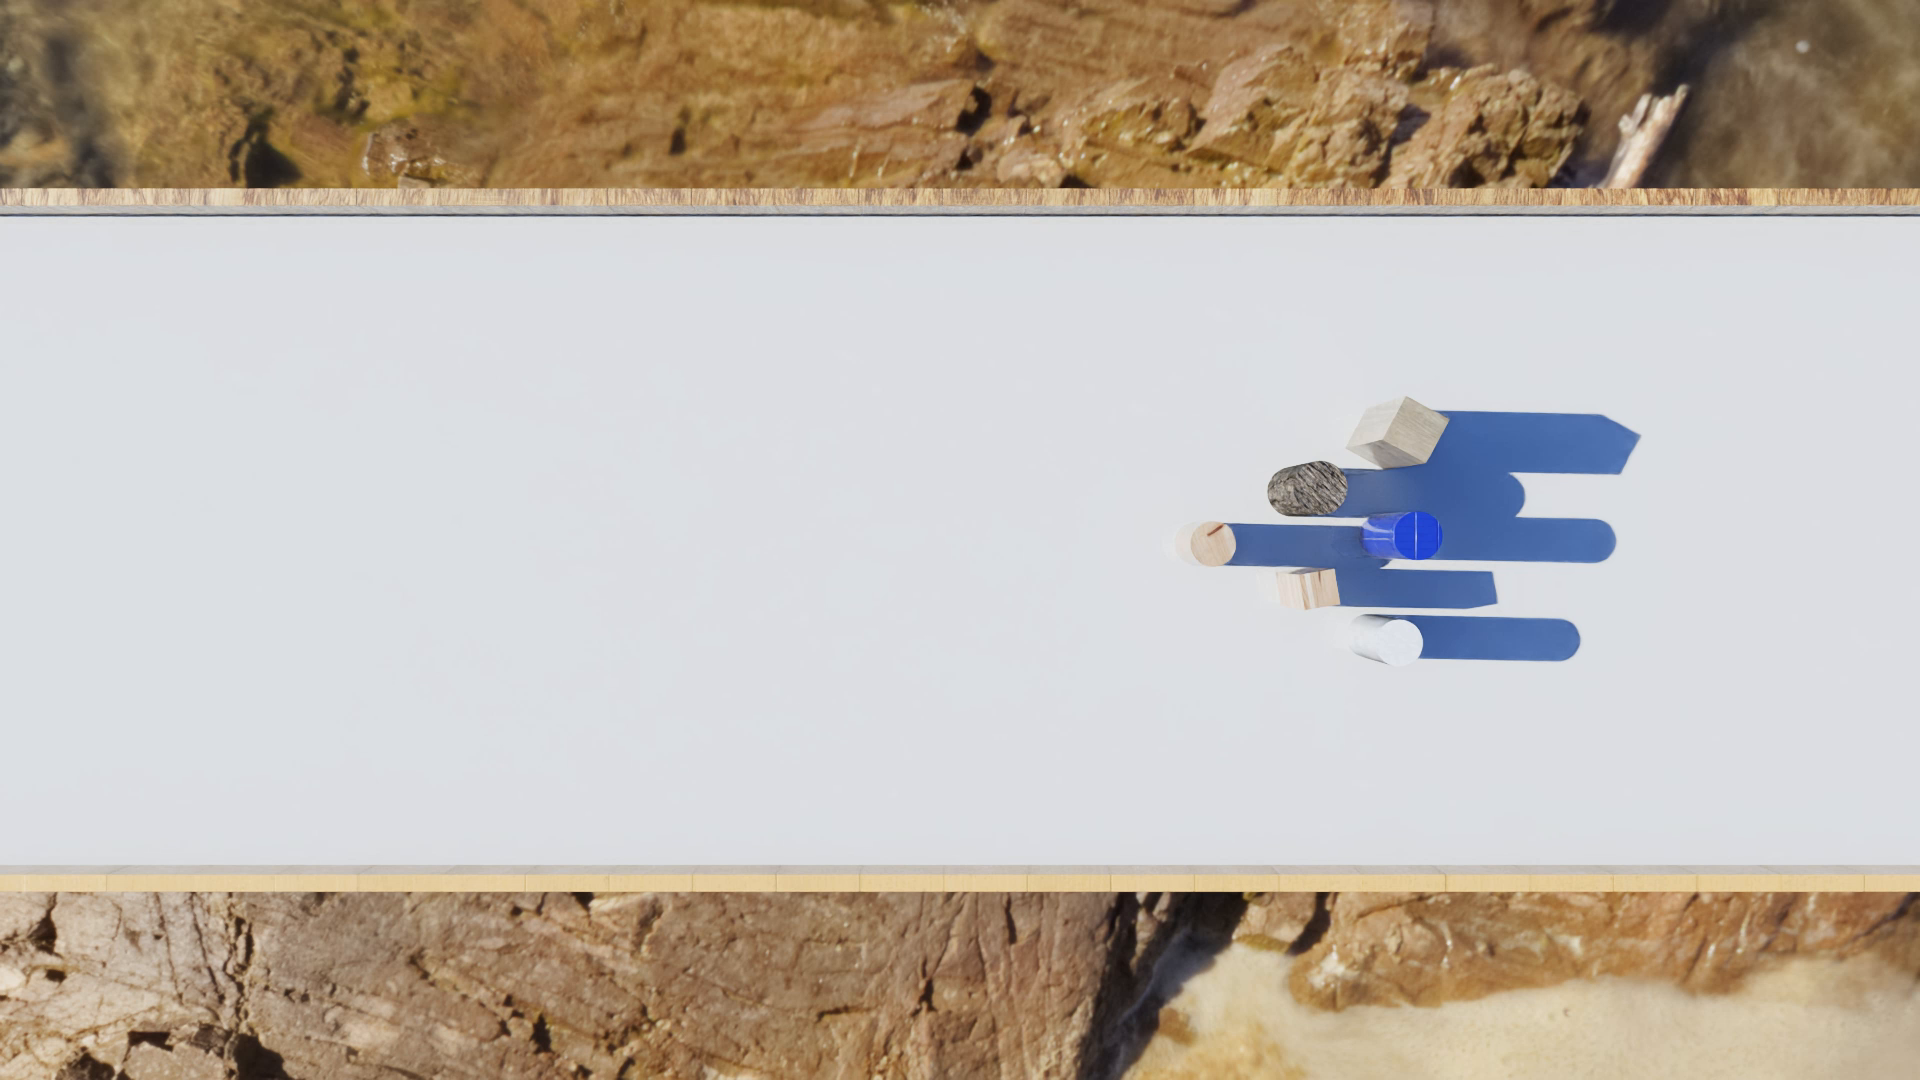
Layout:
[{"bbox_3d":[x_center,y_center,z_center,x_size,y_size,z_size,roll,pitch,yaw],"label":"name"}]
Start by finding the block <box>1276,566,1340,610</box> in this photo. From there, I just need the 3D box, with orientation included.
[{"bbox_3d":[1.030,0.142,4.900,0.103,0.353,0.103,-9,90,0],"label":"block"}]

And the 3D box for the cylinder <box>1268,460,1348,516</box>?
[{"bbox_3d":[1.022,-0.148,4.877,0.154,0.399,0.154,0,90,0],"label":"cylinder"}]

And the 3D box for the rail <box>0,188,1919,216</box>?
[{"bbox_3d":[-2.247,-1.025,5.002,12.000,0.150,0.050,0,90,0],"label":"rail"}]

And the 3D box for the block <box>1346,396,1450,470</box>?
[{"bbox_3d":[1.280,-0.310,4.851,0.139,0.450,0.139,28,90,0],"label":"block"}]

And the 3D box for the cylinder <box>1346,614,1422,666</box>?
[{"bbox_3d":[1.255,0.295,4.893,0.135,0.366,0.135,0,90,0],"label":"cylinder"}]

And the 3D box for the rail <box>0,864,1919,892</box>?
[{"bbox_3d":[-2.247,1.025,5.001,12.000,0.150,0.050,0,90,0],"label":"rail"}]

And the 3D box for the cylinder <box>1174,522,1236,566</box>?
[{"bbox_3d":[0.727,0.011,4.906,0.132,0.342,0.132,0,90,0],"label":"cylinder"}]

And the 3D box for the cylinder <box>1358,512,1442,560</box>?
[{"bbox_3d":[1.297,-0.011,4.873,0.139,0.407,0.139,0,90,0],"label":"cylinder"}]
